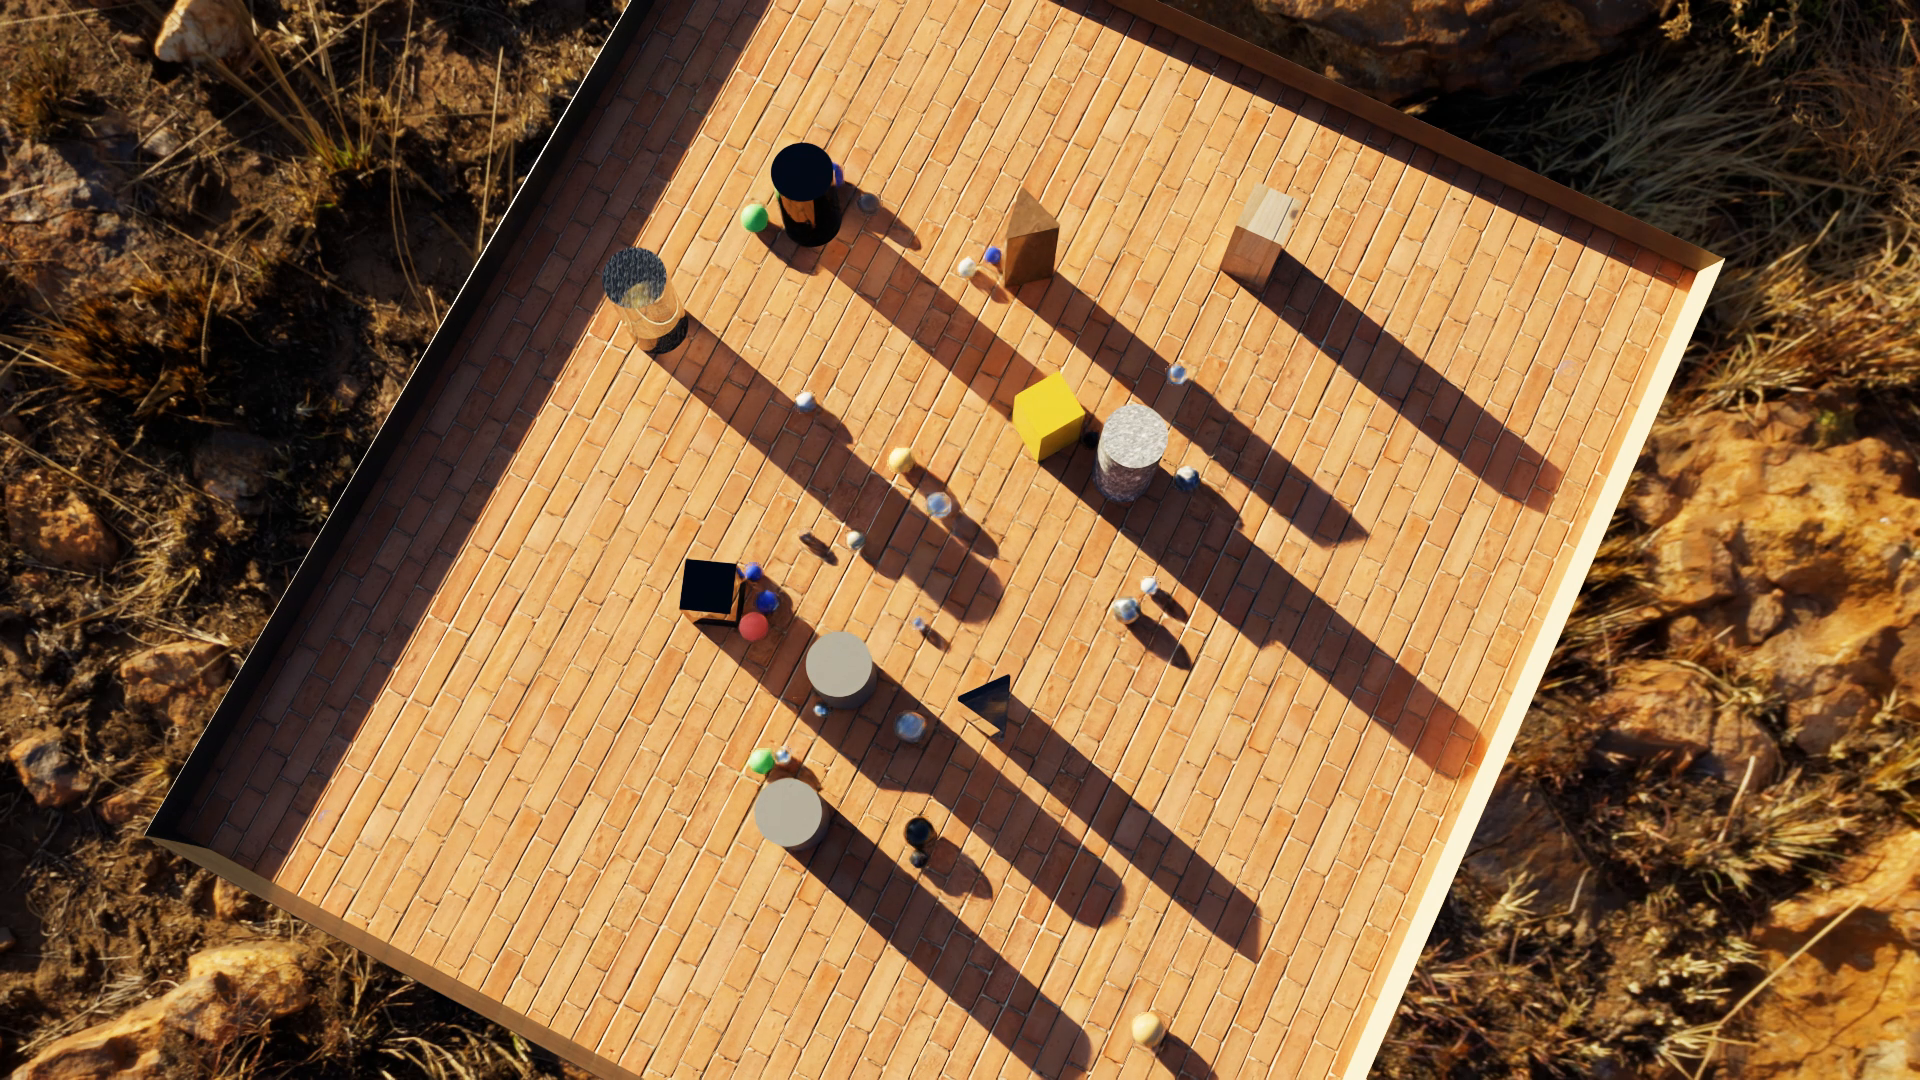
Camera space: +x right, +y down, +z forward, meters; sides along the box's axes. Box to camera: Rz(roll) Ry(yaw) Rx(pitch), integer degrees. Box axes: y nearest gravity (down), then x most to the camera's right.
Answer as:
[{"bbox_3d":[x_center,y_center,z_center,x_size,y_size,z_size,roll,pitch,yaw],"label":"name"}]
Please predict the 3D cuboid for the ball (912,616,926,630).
[{"bbox_3d":[-0.125,0.253,5.543,0.042,0.042,0.042,0,78,0],"label":"ball"}]

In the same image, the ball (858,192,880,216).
[{"bbox_3d":[-0.288,-1.065,5.800,0.072,0.072,0.072,0,78,0],"label":"ball"}]

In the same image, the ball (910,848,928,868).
[{"bbox_3d":[-0.120,0.937,5.394,0.056,0.056,0.056,0,78,0],"label":"ball"}]

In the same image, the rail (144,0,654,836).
[{"bbox_3d":[-1.521,-0.738,5.706,0.045,0.122,3.698,26,80,5],"label":"rail"}]

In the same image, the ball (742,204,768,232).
[{"bbox_3d":[-0.647,-1.017,5.783,0.087,0.087,0.087,0,78,0],"label":"ball"}]

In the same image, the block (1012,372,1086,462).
[{"bbox_3d":[0.265,-0.369,5.541,0.151,0.298,0.151,-30,80,-6],"label":"block"}]

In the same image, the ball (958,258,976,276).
[{"bbox_3d":[0.024,-0.857,5.765,0.056,0.056,0.056,0,78,0],"label":"ball"}]

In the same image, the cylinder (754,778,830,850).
[{"bbox_3d":[-0.479,0.794,5.279,0.189,0.340,0.189,0,78,0],"label":"cylinder"}]

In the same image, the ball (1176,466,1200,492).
[{"bbox_3d":[0.697,-0.188,5.617,0.075,0.075,0.075,0,78,0],"label":"ball"}]

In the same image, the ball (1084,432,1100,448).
[{"bbox_3d":[0.409,-0.309,5.653,0.054,0.054,0.054,0,78,0],"label":"ball"}]

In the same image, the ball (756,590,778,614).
[{"bbox_3d":[-0.582,0.189,5.537,0.070,0.070,0.070,0,78,0],"label":"ball"}]

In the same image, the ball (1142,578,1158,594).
[{"bbox_3d":[0.576,0.140,5.561,0.052,0.052,0.052,0,78,0],"label":"ball"}]

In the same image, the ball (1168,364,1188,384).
[{"bbox_3d":[0.675,-0.514,5.690,0.064,0.064,0.064,0,78,0],"label":"ball"}]

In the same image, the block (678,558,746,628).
[{"bbox_3d":[-0.733,0.161,5.453,0.151,0.256,0.151,6,78,1],"label":"block"}]

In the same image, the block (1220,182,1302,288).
[{"bbox_3d":[0.918,-0.931,5.618,0.151,0.373,0.151,25,79,5],"label":"block"}]

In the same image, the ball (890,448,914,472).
[{"bbox_3d":[-0.178,-0.245,5.627,0.078,0.078,0.078,0,78,0],"label":"ball"}]

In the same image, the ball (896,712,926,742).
[{"bbox_3d":[-0.146,0.557,5.455,0.091,0.091,0.091,0,78,0],"label":"ball"}]

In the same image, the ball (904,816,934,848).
[{"bbox_3d":[-0.121,0.861,5.391,0.094,0.094,0.094,0,78,0],"label":"ball"}]

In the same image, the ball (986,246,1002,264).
[{"bbox_3d":[0.106,-0.898,5.774,0.054,0.054,0.054,0,78,0],"label":"ball"}]

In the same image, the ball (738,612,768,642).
[{"bbox_3d":[-0.620,0.261,5.515,0.090,0.090,0.090,0,78,0],"label":"ball"}]

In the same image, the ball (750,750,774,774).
[{"bbox_3d":[-0.589,0.659,5.443,0.073,0.073,0.073,0,78,0],"label":"ball"}]

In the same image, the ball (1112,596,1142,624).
[{"bbox_3d":[0.503,0.211,5.529,0.086,0.086,0.086,0,78,0],"label":"ball"}]

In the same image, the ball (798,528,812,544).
[{"bbox_3d":[-0.472,-0.013,5.596,0.045,0.045,0.045,0,78,0],"label":"ball"}]

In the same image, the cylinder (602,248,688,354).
[{"bbox_3d":[-0.947,-0.718,5.542,0.189,0.436,0.189,0,78,0],"label":"cylinder"}]

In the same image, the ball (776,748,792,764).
[{"bbox_3d":[-0.526,0.645,5.458,0.049,0.049,0.049,0,78,0],"label":"ball"}]

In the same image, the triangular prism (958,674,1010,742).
[{"bbox_3d":[0.100,0.472,5.351,0.163,0.329,0.141,35,80,7],"label":"triangular prism"}]

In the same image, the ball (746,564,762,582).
[{"bbox_3d":[-0.626,0.101,5.569,0.052,0.052,0.052,0,78,0],"label":"ball"}]

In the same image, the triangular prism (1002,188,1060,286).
[{"bbox_3d":[0.198,-0.927,5.589,0.163,0.428,0.141,-13,79,-3],"label":"triangular prism"}]

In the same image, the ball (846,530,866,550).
[{"bbox_3d":[-0.317,0.002,5.586,0.059,0.059,0.059,0,78,0],"label":"ball"}]

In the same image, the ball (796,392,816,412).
[{"bbox_3d":[-0.475,-0.426,5.673,0.062,0.062,0.062,0,78,0],"label":"ball"}]

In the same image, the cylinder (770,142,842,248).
[{"bbox_3d":[-0.470,-1.058,5.644,0.189,0.376,0.189,0,78,0],"label":"cylinder"}]

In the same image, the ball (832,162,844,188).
[{"bbox_3d":[-0.413,-1.154,5.809,0.090,0.090,0.090,0,78,0],"label":"ball"}]

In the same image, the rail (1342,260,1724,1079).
[{"bbox_3d":[1.521,0.751,5.397,0.045,0.122,3.698,26,80,5],"label":"rail"}]

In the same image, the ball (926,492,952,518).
[{"bbox_3d":[-0.065,-0.108,5.598,0.080,0.080,0.080,0,78,0],"label":"ball"}]

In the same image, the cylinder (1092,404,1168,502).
[{"bbox_3d":[0.500,-0.253,5.447,0.189,0.434,0.189,0,78,0],"label":"cylinder"}]

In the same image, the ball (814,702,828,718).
[{"bbox_3d":[-0.416,0.509,5.488,0.045,0.045,0.045,0,78,0],"label":"ball"}]

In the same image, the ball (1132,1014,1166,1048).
[{"bbox_3d":[0.543,1.413,5.276,0.094,0.094,0.094,0,78,0],"label":"ball"}]

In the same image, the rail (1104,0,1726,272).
[{"bbox_3d":[0.816,-1.592,5.882,3.449,0.122,0.045,26,80,5],"label":"rail"}]

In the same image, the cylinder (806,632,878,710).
[{"bbox_3d":[-0.344,0.385,5.370,0.189,0.327,0.189,0,78,0],"label":"cylinder"}]

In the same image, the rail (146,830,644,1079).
[{"bbox_3d":[-0.816,1.605,5.221,3.449,0.122,0.045,26,80,5],"label":"rail"}]
